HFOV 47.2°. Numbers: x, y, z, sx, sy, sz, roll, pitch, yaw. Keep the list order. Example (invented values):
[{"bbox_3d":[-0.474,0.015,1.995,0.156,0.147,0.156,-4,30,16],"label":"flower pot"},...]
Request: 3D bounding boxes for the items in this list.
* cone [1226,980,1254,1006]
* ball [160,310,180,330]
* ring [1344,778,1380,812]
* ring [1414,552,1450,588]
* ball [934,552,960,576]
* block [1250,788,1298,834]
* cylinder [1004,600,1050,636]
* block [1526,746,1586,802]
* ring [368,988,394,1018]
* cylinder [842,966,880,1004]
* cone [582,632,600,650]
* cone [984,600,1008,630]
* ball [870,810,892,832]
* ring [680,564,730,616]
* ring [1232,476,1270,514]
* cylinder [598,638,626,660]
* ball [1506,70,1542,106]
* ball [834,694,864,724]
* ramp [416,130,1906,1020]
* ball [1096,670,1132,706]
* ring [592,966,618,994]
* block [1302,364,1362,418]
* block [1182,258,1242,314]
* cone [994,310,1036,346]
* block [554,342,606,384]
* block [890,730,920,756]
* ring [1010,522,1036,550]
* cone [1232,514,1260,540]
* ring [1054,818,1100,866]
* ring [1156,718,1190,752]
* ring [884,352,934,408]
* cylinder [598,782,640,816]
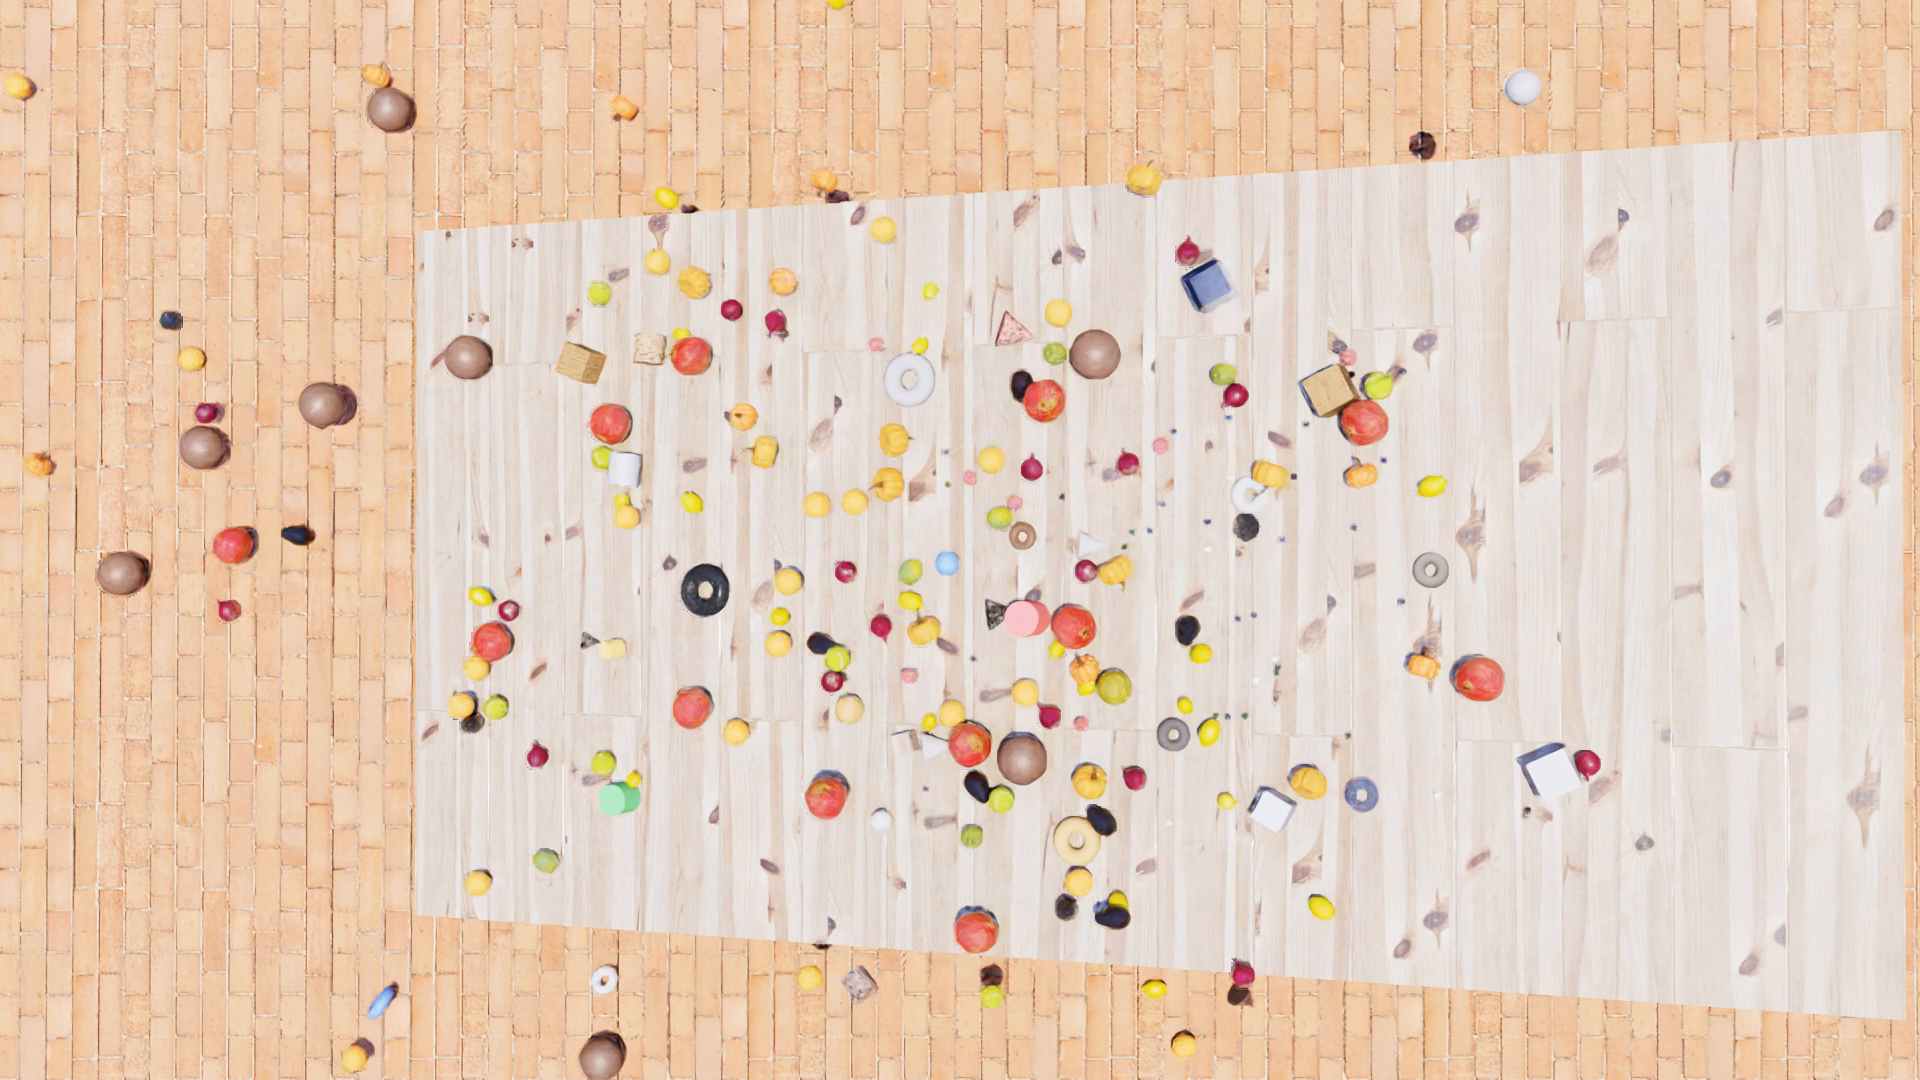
[{"bbox_3d":[0.845,1.358,6.493,0.081,0.081,0.081,-48,116,-1],"label":"cone"},{"bbox_3d":[-2.337,-0.649,6.506,0.060,0.060,0.060,0,89,0],"label":"ball"},{"bbox_3d":[0.983,0.624,5.376,0.087,0.029,0.087,-1,88,23],"label":"ring"},{"bbox_3d":[1.140,0.074,5.319,0.087,0.029,0.087,-1,88,22],"label":"ring"},{"bbox_3d":[-0.033,0.062,5.772,0.065,0.065,0.065,0,89,0],"label":"ball"},{"bbox_3d":[0.778,0.668,5.432,0.077,0.077,0.077,30,100,19],"label":"block"},{"bbox_3d":[0.174,0.203,5.672,0.093,0.093,0.093,0,89,22],"label":"cylinder"},{"bbox_3d":[1.402,0.550,5.172,0.095,0.095,0.095,-28,79,19],"label":"block"},{"bbox_3d":[-1.696,1.356,6.439,0.032,0.097,0.097,37,89,0],"label":"ring"},{"bbox_3d":[-0.267,1.189,5.883,0.073,0.073,0.073,-40,72,0],"label":"cylinder"},{"bbox_3d":[-1.038,0.286,6.196,0.053,0.053,0.053,3,89,-5],"label":"cone"},{"bbox_3d":[0.112,0.189,5.727,0.083,0.083,0.083,-9,89,-5],"label":"cone"},{"bbox_3d":[-0.209,0.747,5.837,0.059,0.059,0.059,0,89,0],"label":"ball"},{"bbox_3d":[-0.701,0.138,6.049,0.147,0.049,0.147,-1,88,22],"label":"ring"},{"bbox_3d":[0.724,-0.112,5.487,0.098,0.033,0.098,-2,85,23],"label":"ring"},{"bbox_3d":[-0.970,0.305,6.132,0.052,0.052,0.052,12,108,42],"label":"cylinder"},{"bbox_3d":[1.361,-1.093,5.314,0.085,0.085,0.085,0,89,0],"label":"ball"},{"bbox_3d":[-0.296,0.453,5.865,0.081,0.081,0.081,0,89,0],"label":"ball"},{"bbox_3d":[0.283,0.087,5.734,4.000,0.100,2.000,0,89,22],"label":"ramp"},{"bbox_3d":[0.392,0.375,5.583,0.091,0.091,0.091,0,89,0],"label":"ball"},{"bbox_3d":[-1.047,1.297,6.481,0.086,0.029,0.086,-9,63,19],"label":"ring"},{"bbox_3d":[0.911,-0.364,5.381,0.096,0.096,0.096,-28,79,19],"label":"block"},{"bbox_3d":[0.630,-0.636,5.498,0.095,0.095,0.095,-28,79,19],"label":"block"},{"bbox_3d":[0.153,-0.537,5.716,0.099,0.099,0.099,16,89,-5],"label":"cone"},{"bbox_3d":[-1.066,-0.497,6.182,0.090,0.090,0.090,24,98,20],"label":"block"},{"bbox_3d":[-0.144,0.537,5.817,0.054,0.054,0.054,-17,83,21],"label":"block"},{"bbox_3d":[0.163,-0.010,5.716,0.075,0.025,0.075,-1,88,23],"label":"ring"},{"bbox_3d":[0.703,-0.034,5.474,0.071,0.071,0.071,0,89,22],"label":"cone"},{"bbox_3d":[0.300,0.773,5.642,0.125,0.042,0.125,0,91,22],"label":"ring"},{"bbox_3d":[0.539,0.493,5.556,0.087,0.029,0.087,0,90,21],"label":"ring"},{"bbox_3d":[-0.134,-0.425,5.828,0.146,0.049,0.146,0,90,23],"label":"ring"},{"bbox_3d":[-0.948,0.720,6.121,0.086,0.086,0.086,0,89,22],"label":"cylinder"}]
